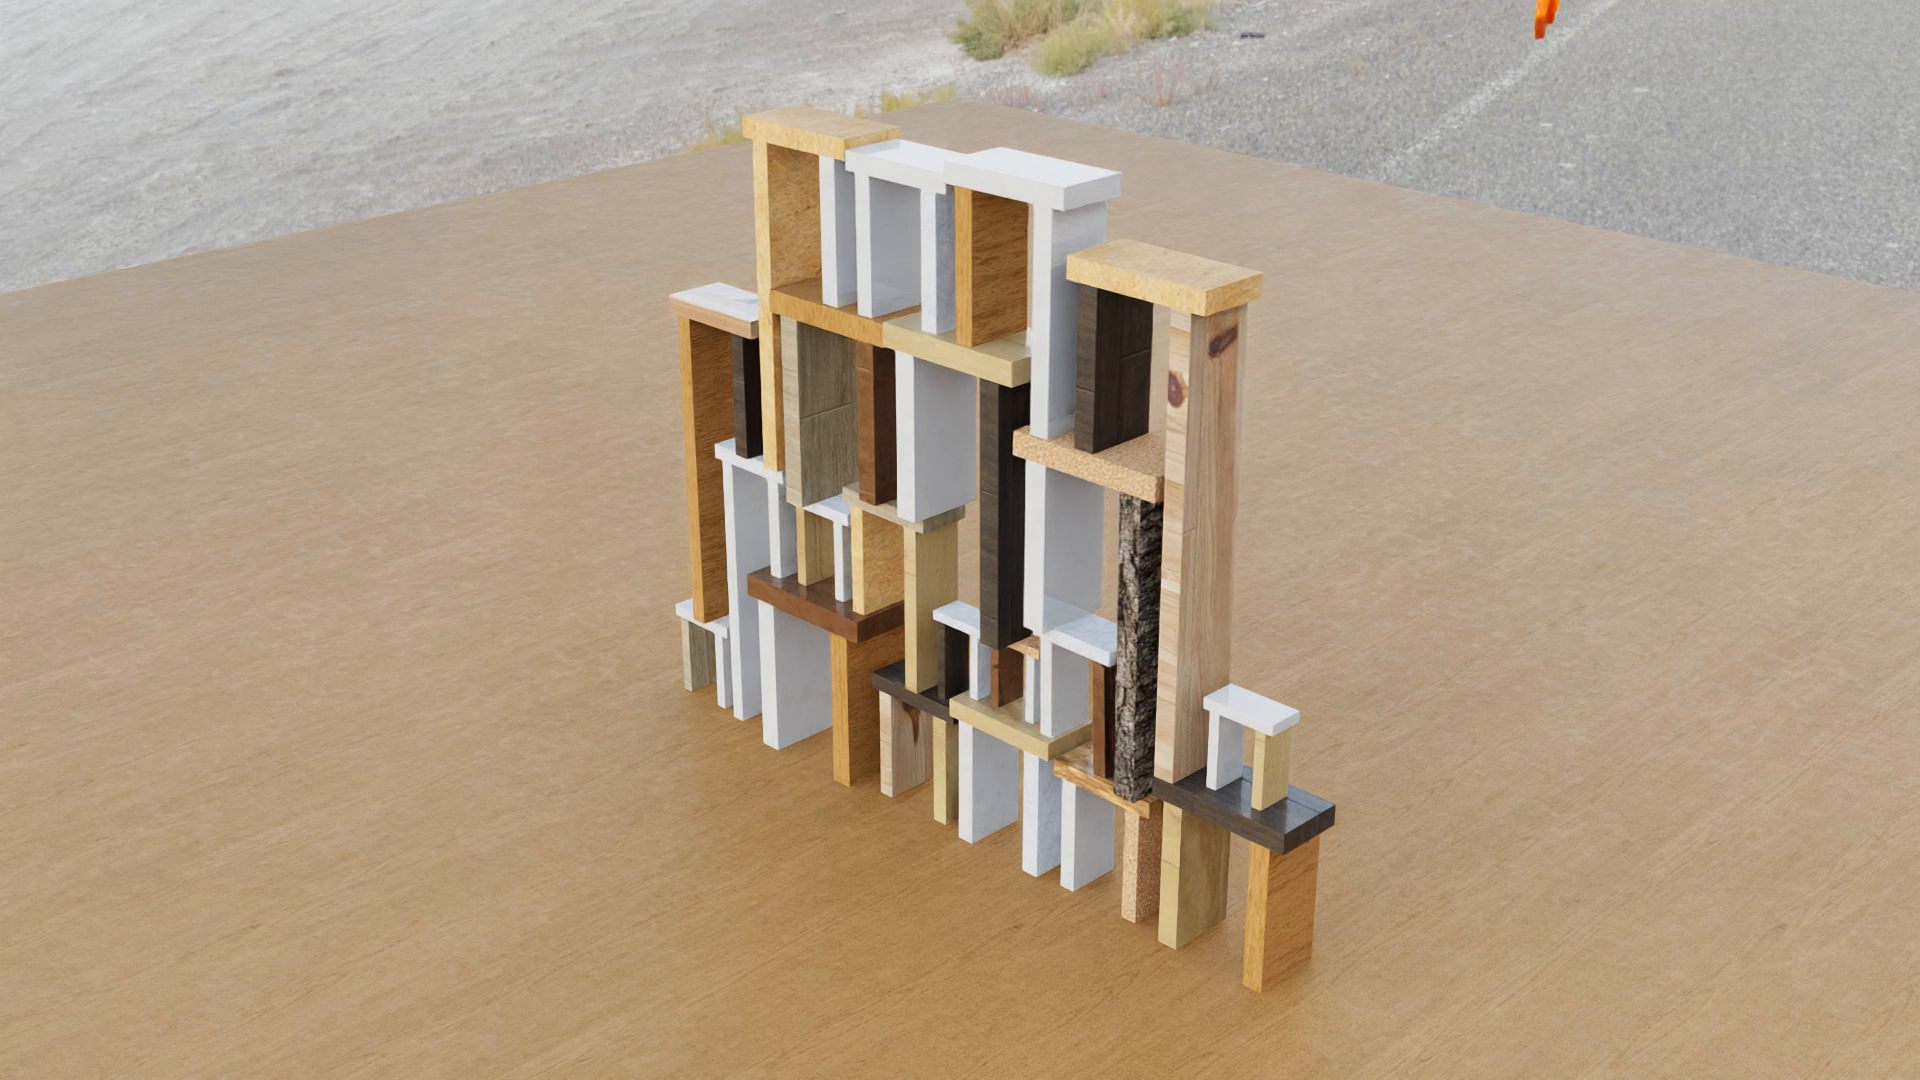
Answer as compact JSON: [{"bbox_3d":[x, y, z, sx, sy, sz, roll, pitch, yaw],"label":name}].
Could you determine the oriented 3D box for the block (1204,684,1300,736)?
[{"bbox_3d":[0.504,0.293,3.802,0.075,0.021,0.150,-21,31,-41],"label":"block"}]

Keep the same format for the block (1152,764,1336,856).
[{"bbox_3d":[0.498,0.458,3.878,0.146,0.041,0.292,-21,31,-41],"label":"block"}]

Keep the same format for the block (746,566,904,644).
[{"bbox_3d":[-0.266,0.116,4.556,0.339,0.048,0.170,21,31,40],"label":"block"}]

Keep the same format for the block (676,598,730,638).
[{"bbox_3d":[-0.540,0.167,4.880,0.177,0.025,0.089,21,31,41],"label":"block"}]

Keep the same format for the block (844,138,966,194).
[{"bbox_3d":[-0.072,-0.682,4.006,0.132,0.037,0.264,-21,31,-40],"label":"block"}]

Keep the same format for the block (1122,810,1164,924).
[{"bbox_3d":[0.354,0.585,4.085,0.033,0.232,0.116,21,31,41],"label":"block"}]

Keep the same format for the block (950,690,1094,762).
[{"bbox_3d":[0.119,0.343,4.234,0.131,0.037,0.262,-21,31,-40],"label":"block"}]

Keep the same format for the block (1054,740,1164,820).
[{"bbox_3d":[0.300,0.442,4.083,0.232,0.033,0.116,21,31,40],"label":"block"}]

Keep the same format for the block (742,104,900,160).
[{"bbox_3d":[-0.265,-0.776,4.183,0.287,0.041,0.144,21,31,40],"label":"block"}]

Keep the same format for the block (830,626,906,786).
[{"bbox_3d":[-0.186,0.326,4.558,0.048,0.339,0.170,21,31,41],"label":"block"}]

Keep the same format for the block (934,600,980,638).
[{"bbox_3d":[0.019,0.155,4.263,0.134,0.019,0.067,21,31,41],"label":"block"}]

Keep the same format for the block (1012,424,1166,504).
[{"bbox_3d":[0.269,-0.151,3.865,0.329,0.047,0.164,21,31,40],"label":"block"}]

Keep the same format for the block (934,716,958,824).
[{"bbox_3d":[0.001,0.443,4.417,0.033,0.234,0.117,21,31,41],"label":"block"}]

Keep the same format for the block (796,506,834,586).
[{"bbox_3d":[-0.296,0.001,4.547,0.024,0.172,0.086,21,31,40],"label":"block"}]

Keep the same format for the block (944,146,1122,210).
[{"bbox_3d":[0.124,-0.628,3.813,0.144,0.041,0.287,-21,31,-40],"label":"block"}]

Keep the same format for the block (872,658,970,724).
[{"bbox_3d":[-0.054,0.299,4.415,0.234,0.033,0.117,21,31,41],"label":"block"}]

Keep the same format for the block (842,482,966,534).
[{"bbox_3d":[-0.110,-0.074,4.314,0.115,0.033,0.230,-21,31,-40],"label":"block"}]

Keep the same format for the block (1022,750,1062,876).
[{"bbox_3d":[0.181,0.505,4.235,0.131,0.262,0.037,-21,31,-41],"label":"block"}]

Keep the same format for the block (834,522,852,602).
[{"bbox_3d":[-0.215,0.032,4.472,0.024,0.172,0.086,21,31,40],"label":"block"}]

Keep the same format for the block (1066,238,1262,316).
[{"bbox_3d":[0.339,-0.441,3.669,0.299,0.042,0.149,21,31,40],"label":"block"}]

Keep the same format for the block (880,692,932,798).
[{"bbox_3d":[-0.110,0.400,4.518,0.033,0.234,0.117,21,31,41],"label":"block"}]

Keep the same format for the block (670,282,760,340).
[{"bbox_3d":[-0.464,-0.473,4.528,0.132,0.037,0.264,-21,31,-40],"label":"block"}]

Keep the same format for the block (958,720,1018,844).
[{"bbox_3d":[0.057,0.457,4.349,0.037,0.262,0.131,21,31,41],"label":"block"}]

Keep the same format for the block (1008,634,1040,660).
[{"bbox_3d":[0.124,0.186,4.173,0.070,0.020,0.139,-21,31,-40],"label":"block"}]

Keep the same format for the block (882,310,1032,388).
[{"bbox_3d":[0.034,-0.359,4.030,0.167,0.047,0.334,-21,31,-40],"label":"block"}]

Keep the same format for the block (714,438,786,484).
[{"bbox_3d":[-0.399,-0.172,4.580,0.108,0.031,0.217,-21,31,-40],"label":"block"}]

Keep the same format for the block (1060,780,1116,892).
[{"bbox_3d":[0.244,0.542,4.186,0.033,0.232,0.116,21,31,41],"label":"block"}]

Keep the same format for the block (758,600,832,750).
[{"bbox_3d":[-0.346,0.263,4.706,0.048,0.339,0.170,21,31,41],"label":"block"}]

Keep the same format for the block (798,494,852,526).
[{"bbox_3d":[-0.255,-0.074,4.471,0.172,0.024,0.086,21,31,40],"label":"block"}]

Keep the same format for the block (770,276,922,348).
[{"bbox_3d":[-0.199,-0.447,4.253,0.328,0.046,0.164,21,31,40],"label":"block"}]

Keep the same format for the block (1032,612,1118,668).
[{"bbox_3d":[0.238,0.175,4.030,0.100,0.028,0.200,-19,28,-38],"label":"block"}]
